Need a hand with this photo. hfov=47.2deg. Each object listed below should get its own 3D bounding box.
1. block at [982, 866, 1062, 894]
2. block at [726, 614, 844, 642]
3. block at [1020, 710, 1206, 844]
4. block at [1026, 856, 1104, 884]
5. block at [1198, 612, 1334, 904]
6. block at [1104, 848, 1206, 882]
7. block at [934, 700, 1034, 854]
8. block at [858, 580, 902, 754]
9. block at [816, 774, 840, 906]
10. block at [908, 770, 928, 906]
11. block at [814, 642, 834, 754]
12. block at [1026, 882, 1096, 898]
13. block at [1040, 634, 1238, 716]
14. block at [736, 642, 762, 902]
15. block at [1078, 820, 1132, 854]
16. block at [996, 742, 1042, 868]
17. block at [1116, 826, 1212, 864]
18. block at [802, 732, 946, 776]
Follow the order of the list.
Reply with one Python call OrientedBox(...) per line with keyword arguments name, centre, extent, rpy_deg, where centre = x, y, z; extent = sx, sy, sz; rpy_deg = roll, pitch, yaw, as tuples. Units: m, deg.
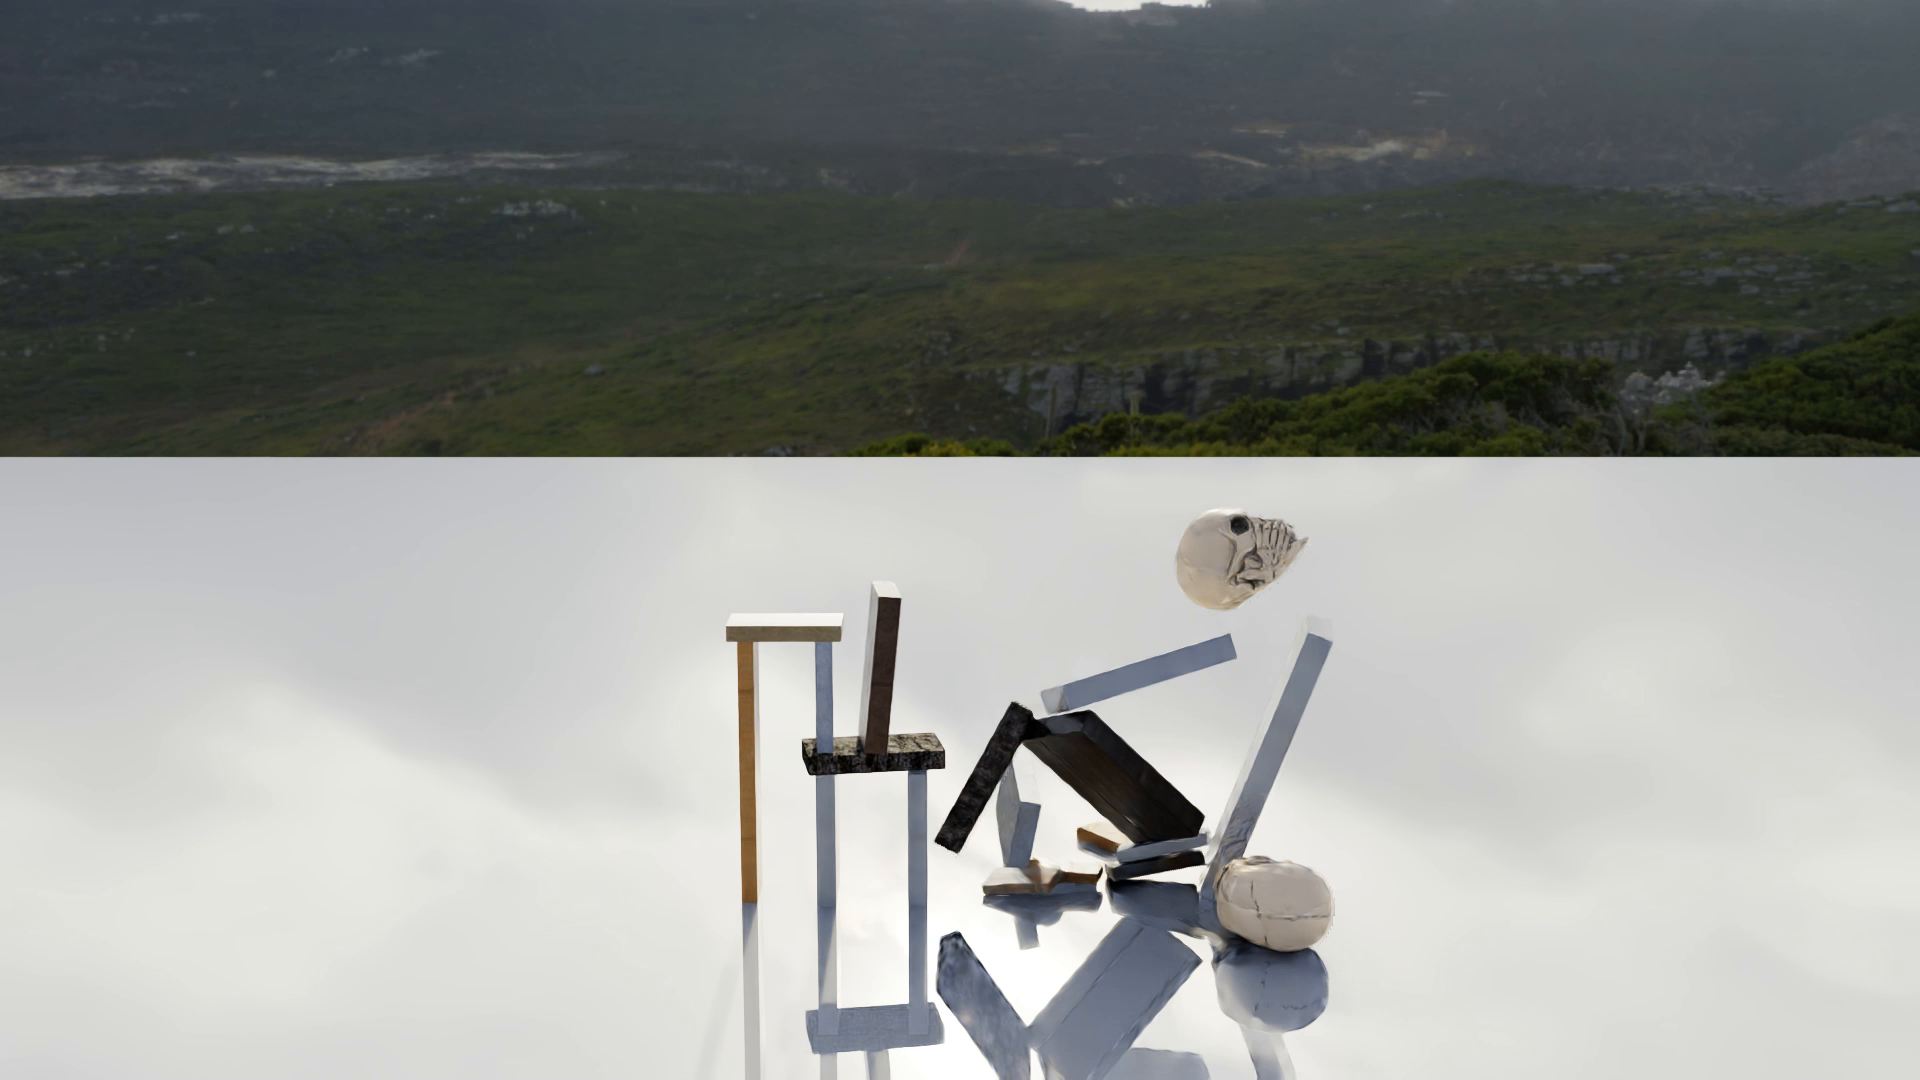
OrientedBox(name="block", centre=(0.104, 0.566, 3.660), extent=(0.122, 0.017, 0.061), rpy_deg=(-6, 17, 26))
OrientedBox(name="block", centre=(-0.285, 0.143, 3.589), extent=(0.185, 0.026, 0.093), rpy_deg=(0, 11, 0))
OrientedBox(name="block", centre=(0.254, 0.396, 3.651), extent=(0.150, 0.300, 0.042), rpy_deg=(-16, 38, 49))
OrientedBox(name="block", centre=(0.176, 0.557, 3.706), extent=(0.121, 0.017, 0.061), rpy_deg=(3, 11, 14))
OrientedBox(name="block", centre=(0.504, 0.360, 3.638), extent=(0.042, 0.478, 0.150), rpy_deg=(22, 12, 4))
OrientedBox(name="block", centre=(0.329, 0.549, 3.724), extent=(0.157, 0.022, 0.078), rpy_deg=(-9, -2, -7))
OrientedBox(name="block", centre=(0.041, 0.393, 3.617), extent=(0.037, 0.260, 0.130), rpy_deg=(29, -7, 8))
OrientedBox(name="block", centre=(-0.133, 0.207, 3.610), extent=(0.037, 0.260, 0.130), rpy_deg=(4, 10, -8))
OrientedBox(name="block", centre=(-0.219, 0.481, 3.644), extent=(0.032, 0.224, 0.112), rpy_deg=(0, 11, 0))
OrientedBox(name="block", centre=(-0.069, 0.481, 3.644), extent=(0.032, 0.224, 0.112), rpy_deg=(0, 11, 0))
OrientedBox(name="block", centre=(-0.223, 0.247, 3.607), extent=(0.026, 0.185, 0.093), rpy_deg=(-1, 11, -5))
OrientedBox(name="block", centre=(0.162, 0.576, 3.696), extent=(0.121, 0.017, 0.061), rpy_deg=(-4, 11, -20))
OrientedBox(name="block", centre=(0.295, 0.224, 3.653), extent=(0.300, 0.042, 0.150), rpy_deg=(-16, -4, -14))
OrientedBox(name="block", centre=(-0.347, 0.373, 3.631), extent=(0.026, 0.441, 0.093), rpy_deg=(0, 11, 0))
OrientedBox(name="block", centre=(0.289, 0.533, 3.913), extent=(0.078, 0.022, 0.157), rpy_deg=(-7, 13, -34))
OrientedBox(name="block", centre=(0.102, 0.474, 3.925), extent=(0.037, 0.130, 0.377), rpy_deg=(10, 10, -4))
OrientedBox(name="block", centre=(0.347, 0.519, 3.736), extent=(0.157, 0.022, 0.078), rpy_deg=(-14, -3, 10))
OrientedBox(name="block", centre=(-0.144, 0.353, 3.632), extent=(0.224, 0.032, 0.112), rpy_deg=(-2, 11, -10))
